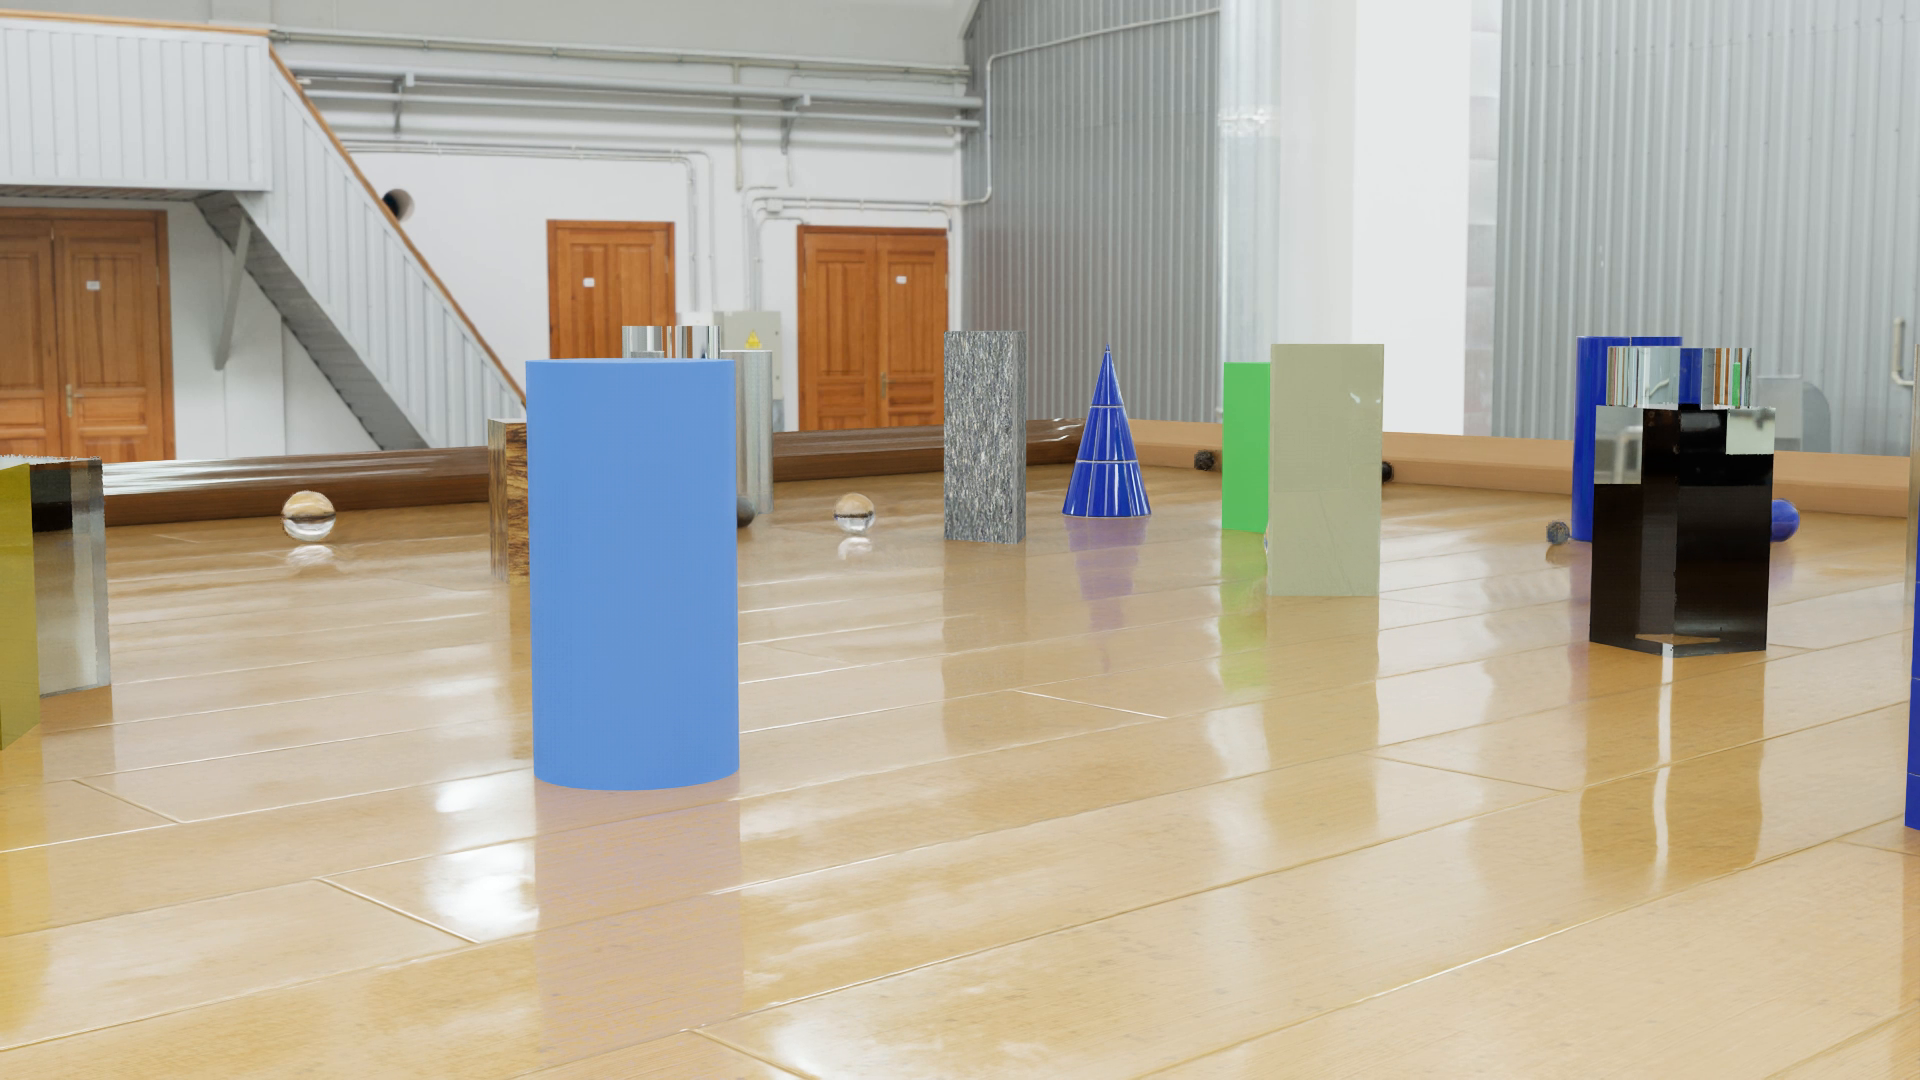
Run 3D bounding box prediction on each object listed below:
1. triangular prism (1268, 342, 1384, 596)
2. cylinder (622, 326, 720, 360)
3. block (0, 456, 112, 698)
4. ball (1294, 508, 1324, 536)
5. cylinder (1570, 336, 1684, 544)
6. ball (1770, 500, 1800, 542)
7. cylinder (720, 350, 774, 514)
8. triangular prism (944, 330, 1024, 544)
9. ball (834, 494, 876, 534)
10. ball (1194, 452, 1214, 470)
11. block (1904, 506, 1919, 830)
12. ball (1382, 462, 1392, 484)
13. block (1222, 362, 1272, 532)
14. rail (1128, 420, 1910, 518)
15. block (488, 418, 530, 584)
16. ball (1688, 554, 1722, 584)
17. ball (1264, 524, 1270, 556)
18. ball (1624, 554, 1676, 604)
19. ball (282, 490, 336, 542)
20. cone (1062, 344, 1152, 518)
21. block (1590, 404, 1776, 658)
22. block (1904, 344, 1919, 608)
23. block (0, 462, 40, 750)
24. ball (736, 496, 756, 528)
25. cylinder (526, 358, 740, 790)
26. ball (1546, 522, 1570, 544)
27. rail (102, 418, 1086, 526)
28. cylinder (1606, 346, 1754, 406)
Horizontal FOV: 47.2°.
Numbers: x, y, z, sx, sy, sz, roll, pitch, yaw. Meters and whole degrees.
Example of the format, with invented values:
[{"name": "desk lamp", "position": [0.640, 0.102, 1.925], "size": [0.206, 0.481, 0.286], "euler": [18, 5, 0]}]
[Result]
[{"name": "triangular prism", "position": [0.572, -0.116, 3.505], "size": [0.172, 0.394, 0.149], "euler": [0, 6, 1]}, {"name": "cylinder", "position": [-0.584, -0.228, 4.473], "size": [0.199, 0.414, 0.199], "euler": [0, 6, 0]}, {"name": "block", "position": [-1.119, 0.043, 2.574], "size": [0.159, 0.270, 0.159], "euler": [3, 7, 25]}, {"name": "ball", "position": [0.691, -0.036, 4.359], "size": [0.057, 0.057, 0.057], "euler": [0, 6, 0]}, {"name": "cylinder", "position": [1.294, -0.197, 4.268], "size": [0.199, 0.396, 0.199], "euler": [0, 6, 0]}, {"name": "ball", "position": [1.574, -0.036, 4.236], "size": [0.082, 0.082, 0.082], "euler": [0, 6, 0]}, {"name": "cylinder", "position": [-0.513, -0.240, 4.868], "size": [0.199, 0.356, 0.199], "euler": [0, 6, 0]}, {"name": "triangular prism", "position": [0.082, -0.205, 4.300], "size": [0.172, 0.405, 0.149], "euler": [5, 7, 37]}, {"name": "ball", "position": [-0.210, -0.052, 4.388], "size": [0.082, 0.082, 0.082], "euler": [0, 6, 0]}, {"name": "ball", "position": [0.682, -0.219, 6.134], "size": [0.054, 0.054, 0.054], "euler": [0, 6, 0]}, {"name": "block", "position": [0.917, 0.075, 1.834], "size": [0.159, 0.360, 0.159], "euler": [-2, 6, -15]}, {"name": "ball", "position": [1.091, -0.176, 5.696], "size": [0.057, 0.057, 0.057], "euler": [0, 6, 0]}, {"name": "block", "position": [0.649, -0.192, 4.487], "size": [0.159, 0.340, 0.159], "euler": [-4, 7, -35]}, {"name": "rail", "position": [1.797, -0.138, 4.981], "size": [0.045, 0.129, 4.183], "euler": [-5, 8, -42]}, {"name": "block", "position": [-0.692, -0.069, 3.675], "size": [0.159, 0.264, 0.159], "euler": [-2, 6, -22]}, {"name": "ball", "position": [1.215, 0.047, 3.587], "size": [0.051, 0.051, 0.051], "euler": [0, 6, 0]}, {"name": "ball", "position": [0.577, 0.000, 3.841], "size": [0.093, 0.093, 0.093], "euler": [0, 6, 0]}, {"name": "ball", "position": [1.051, 0.060, 3.347], "size": [0.075, 0.075, 0.075], "euler": [0, 6, 0]}, {"name": "ball", "position": [-1.258, -0.046, 4.246], "size": [0.099, 0.099, 0.099], "euler": [0, 6, 0]}, {"name": "cone", "position": [0.323, -0.245, 4.822], "size": [0.199, 0.377, 0.199], "euler": [0, 6, 0]}, {"name": "block", "position": [0.955, -0.017, 2.916], "size": [0.159, 0.319, 0.159], "euler": [-3, 7, -24]}, {"name": "block", "position": [1.518, -0.094, 3.290], "size": [0.159, 0.394, 0.159], "euler": [2, 6, 15]}, {"name": "block", "position": [-1.065, 0.067, 2.285], "size": [0.159, 0.283, 0.159], "euler": [-1, 6, -9]}, {"name": "ball", "position": [-0.454, -0.059, 4.530], "size": [0.067, 0.067, 0.067], "euler": [0, 6, 0]}, {"name": "cylinder", "position": [-0.315, 0.026, 2.125], "size": [0.199, 0.397, 0.199], "euler": [0, 6, 0]}, {"name": "ball", "position": [1.144, -0.013, 4.205], "size": [0.043, 0.043, 0.043], "euler": [0, 6, 0]}, {"name": "rail", "position": [-1.402, -0.124, 4.843], "size": [4.937, 0.129, 0.045], "euler": [-5, 8, -42]}, {"name": "cylinder", "position": [1.024, -0.079, 3.146], "size": [0.199, 0.393, 0.199], "euler": [0, 6, 0]}]
